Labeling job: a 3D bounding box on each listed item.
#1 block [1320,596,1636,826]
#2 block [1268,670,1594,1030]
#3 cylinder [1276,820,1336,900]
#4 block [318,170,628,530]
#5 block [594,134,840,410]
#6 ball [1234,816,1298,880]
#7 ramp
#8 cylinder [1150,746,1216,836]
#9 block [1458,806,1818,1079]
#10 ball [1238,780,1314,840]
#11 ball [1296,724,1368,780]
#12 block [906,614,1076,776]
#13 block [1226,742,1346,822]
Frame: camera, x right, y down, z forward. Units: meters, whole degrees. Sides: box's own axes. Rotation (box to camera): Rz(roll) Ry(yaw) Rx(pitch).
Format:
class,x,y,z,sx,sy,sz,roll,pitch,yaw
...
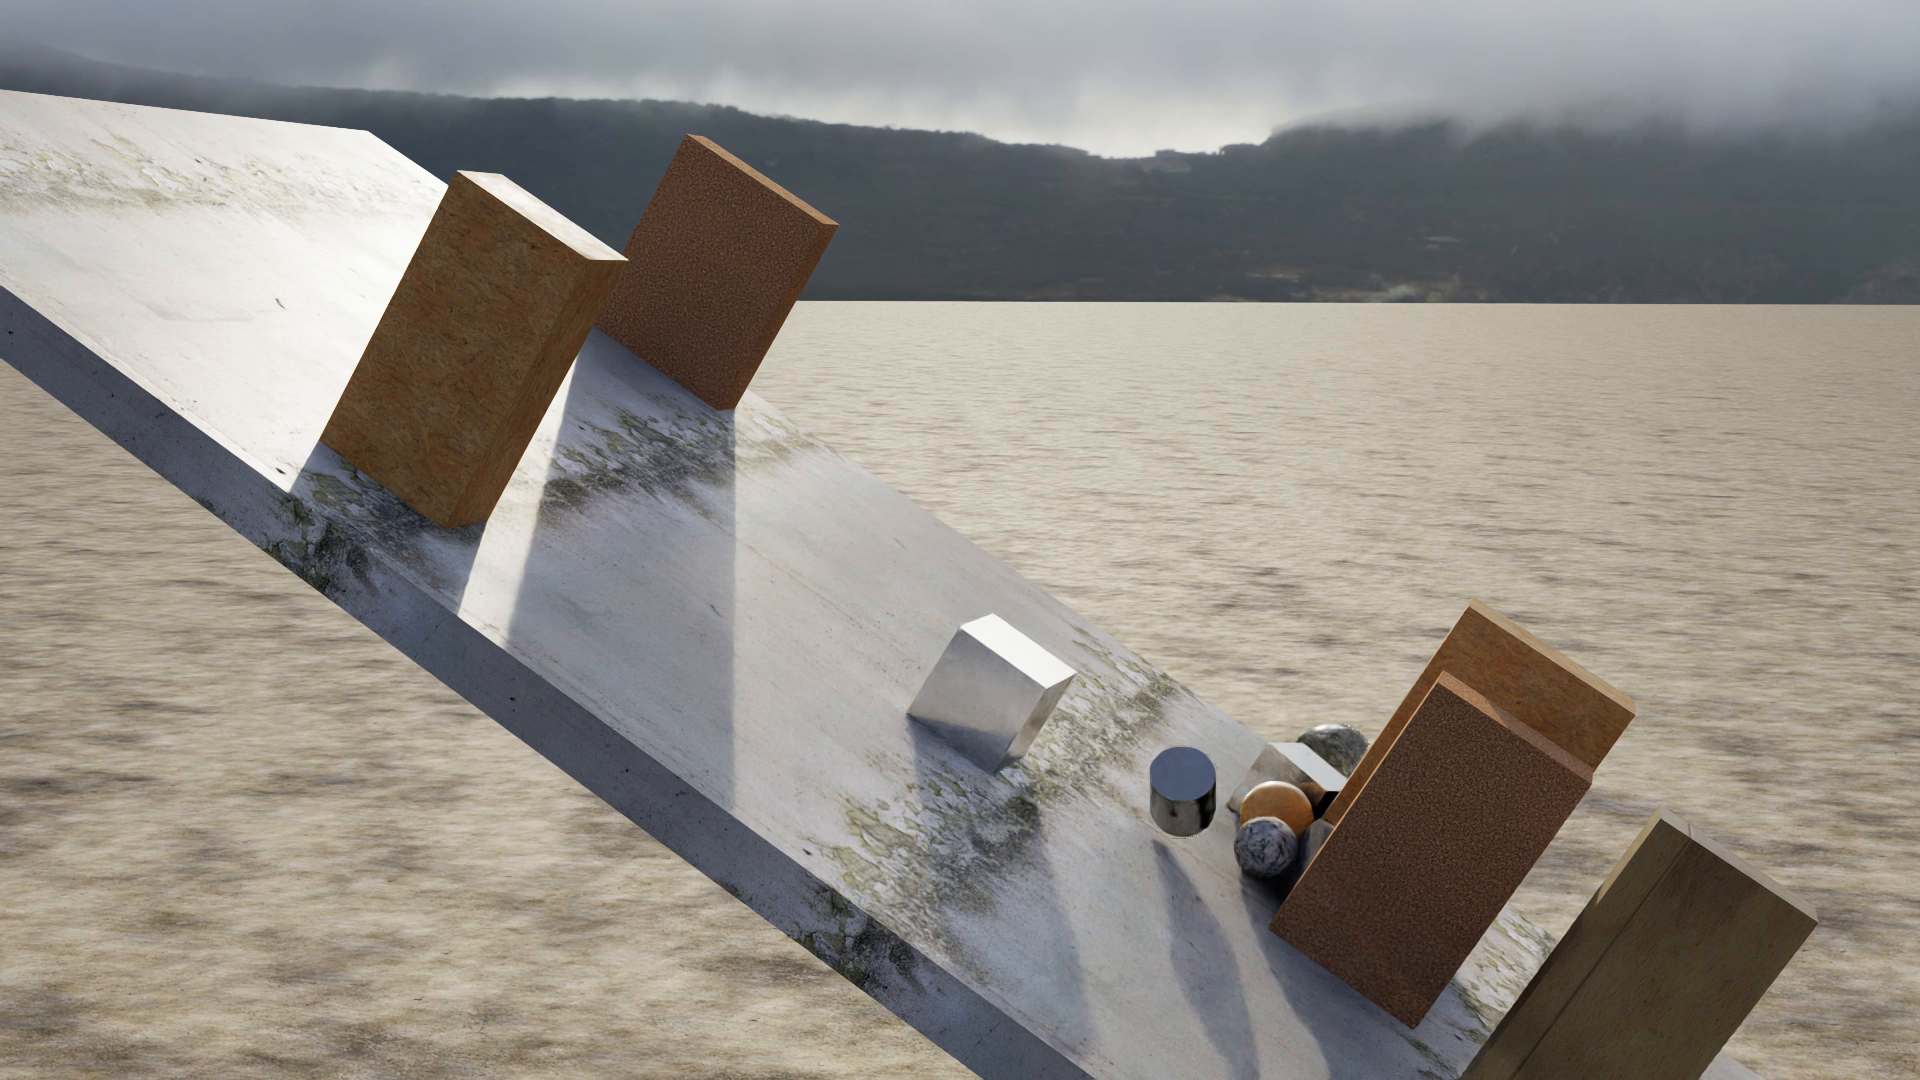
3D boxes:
class,x,y,z,sx,sy,sz,roll,pitch,yaw
block,0.943,0.469,4.158,0.353,0.623,0.134,34,15,11
block,0.820,0.541,3.845,0.304,0.538,0.121,34,15,11
cylinder,0.699,0.627,4.064,0.163,0.163,0.163,30,6,-4
block,-0.777,-0.302,3.505,0.261,0.498,0.141,34,15,11
block,-0.557,-0.598,4.927,0.377,0.483,0.100,34,15,11
ball,0.567,0.571,4.078,0.118,0.118,0.118,0,7,0
ramp,-0.153,0.253,4.112,4.000,0.100,2.000,34,15,11
cylinder,0.404,0.457,3.992,0.118,0.118,0.118,-3,50,4
block,1.007,0.744,3.376,0.266,0.631,0.089,34,15,11
ball,0.608,0.534,4.225,0.143,0.143,0.143,0,7,0
ball,0.788,0.482,4.677,0.181,0.181,0.181,0,7,0
block,0.057,0.271,3.904,0.187,0.187,0.187,35,15,13
block,0.664,0.514,4.374,0.158,0.158,0.158,41,17,31
